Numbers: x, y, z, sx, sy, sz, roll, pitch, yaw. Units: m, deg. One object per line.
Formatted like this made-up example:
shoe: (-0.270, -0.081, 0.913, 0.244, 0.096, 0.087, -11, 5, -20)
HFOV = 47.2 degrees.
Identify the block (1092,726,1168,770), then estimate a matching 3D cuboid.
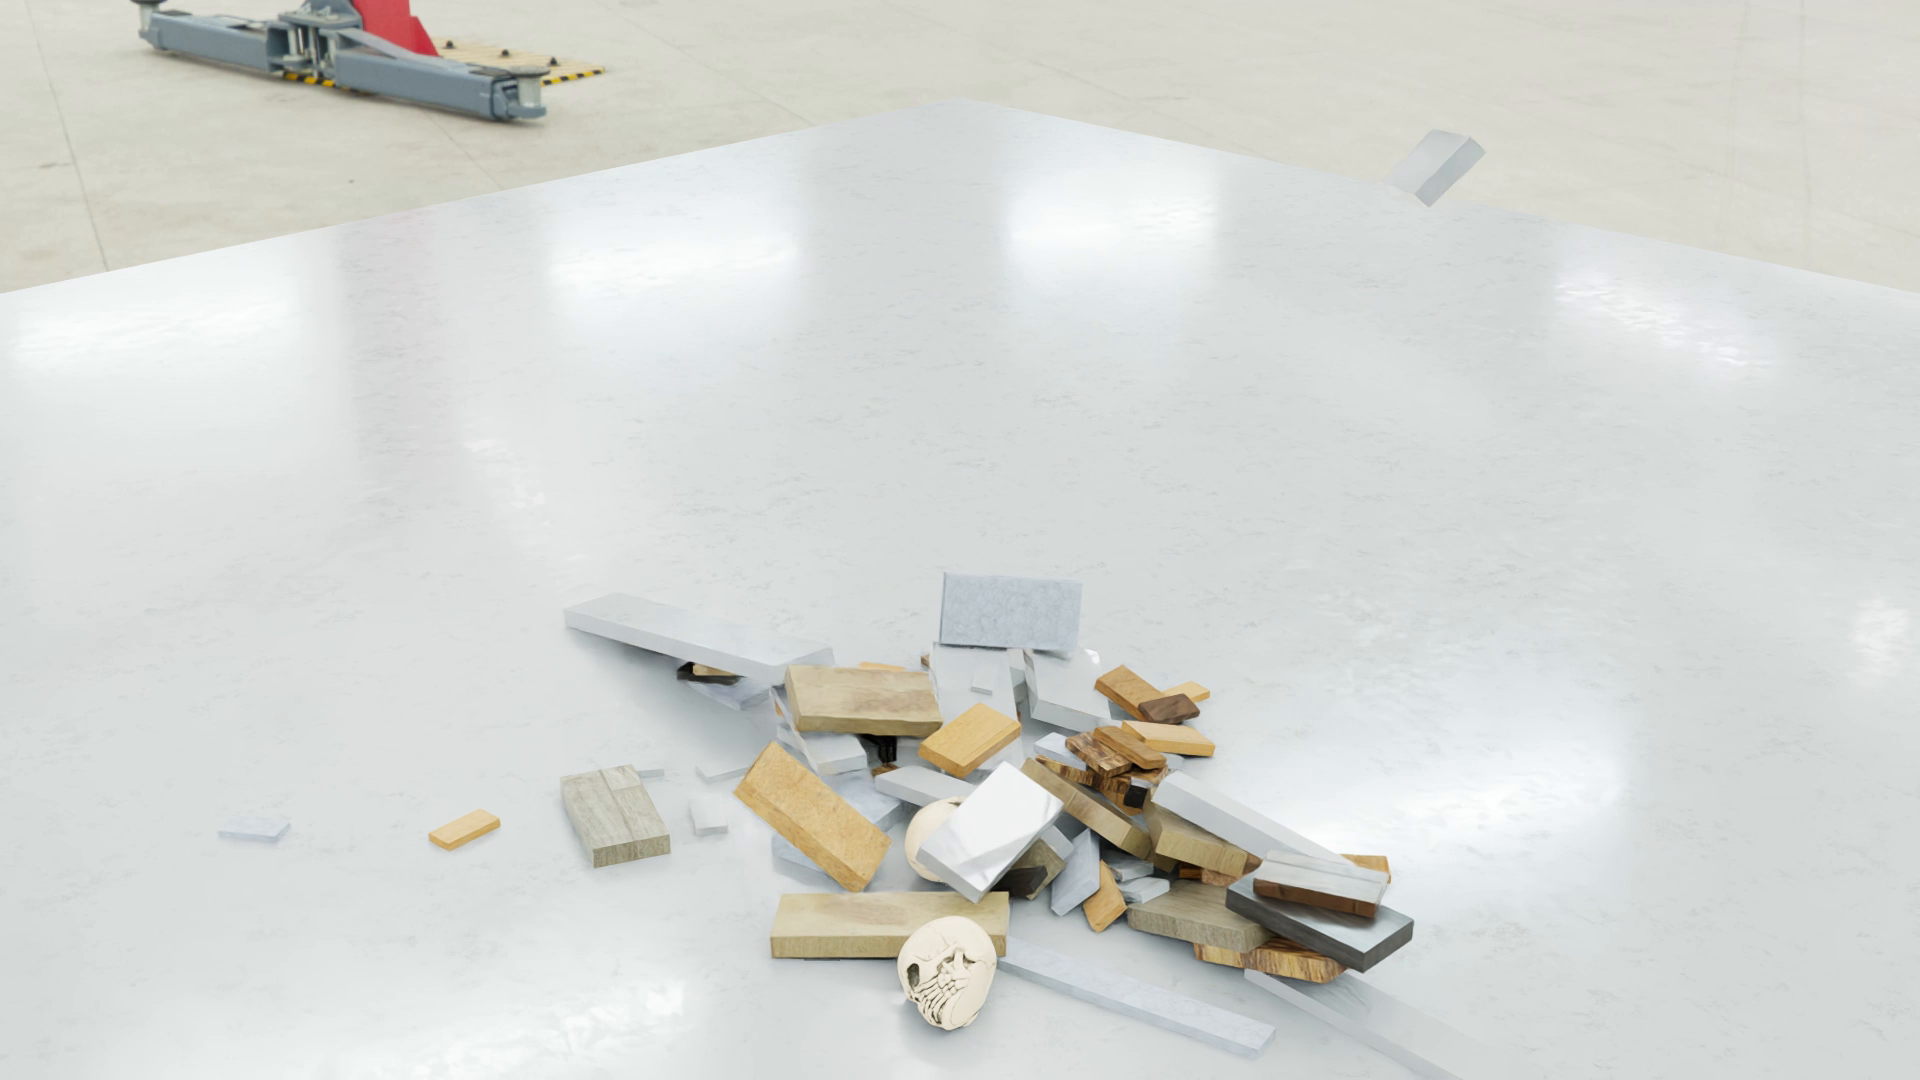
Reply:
block: (0.349, 0.425, 4.515, 0.143, 0.020, 0.072, 31, 18, 34)

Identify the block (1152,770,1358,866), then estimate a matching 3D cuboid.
block: (0.558, 0.554, 4.160, 0.385, 0.047, 0.165, 27, 7, 14)

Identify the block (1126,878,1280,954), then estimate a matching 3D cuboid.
block: (0.457, 0.681, 3.996, 0.147, 0.042, 0.294, -19, 13, -37)

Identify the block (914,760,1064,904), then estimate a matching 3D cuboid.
block: (0.058, 0.546, 4.129, 0.143, 0.041, 0.286, 34, 45, 16)

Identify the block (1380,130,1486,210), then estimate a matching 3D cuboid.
block: (0.891, -0.705, 4.165, 0.041, 0.143, 0.324, 43, 9, -9)

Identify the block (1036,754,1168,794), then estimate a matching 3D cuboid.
block: (0.292, 0.469, 4.536, 0.252, 0.031, 0.109, 13, 26, 27)

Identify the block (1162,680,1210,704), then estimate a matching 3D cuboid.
block: (0.491, 0.350, 4.912, 0.126, 0.018, 0.063, -17, 28, -34)

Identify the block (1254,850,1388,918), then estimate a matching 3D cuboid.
block: (0.635, 0.604, 3.871, 0.214, 0.030, 0.107, 9, 24, 21)

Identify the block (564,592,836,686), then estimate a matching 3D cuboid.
block: (-0.608, 0.216, 4.979, 0.154, 0.044, 0.879, -18, 18, -37)

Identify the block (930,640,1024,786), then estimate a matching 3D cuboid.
block: (0.033, 0.371, 4.715, 0.167, 0.047, 0.465, 6, 30, -8)

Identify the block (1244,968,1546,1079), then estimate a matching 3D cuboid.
block: (0.735, 0.830, 3.765, 0.107, 0.030, 0.550, -20, 30, -39)

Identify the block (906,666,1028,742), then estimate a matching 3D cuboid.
block: (0.001, 0.357, 4.859, 0.167, 0.047, 0.335, 16, 28, 32)

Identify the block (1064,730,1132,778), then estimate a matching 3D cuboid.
block: (0.282, 0.438, 4.498, 0.067, 0.019, 0.134, -14, 33, -34)

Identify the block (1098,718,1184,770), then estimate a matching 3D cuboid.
block: (0.381, 0.433, 4.668, 0.093, 0.026, 0.185, 10, 14, -35)

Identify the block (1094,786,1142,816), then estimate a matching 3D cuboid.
block: (0.340, 0.497, 4.550, 0.109, 0.031, 0.219, -11, 26, -25)

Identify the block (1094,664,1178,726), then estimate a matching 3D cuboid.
block: (0.396, 0.349, 4.833, 0.185, 0.026, 0.093, 36, 38, 28)

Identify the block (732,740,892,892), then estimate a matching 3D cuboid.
block: (-0.280, 0.532, 4.213, 0.305, 0.043, 0.153, 40, 29, -4)

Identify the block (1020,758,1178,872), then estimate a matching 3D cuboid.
block: (0.270, 0.538, 4.315, 0.165, 0.047, 0.329, 32, -1, -41)

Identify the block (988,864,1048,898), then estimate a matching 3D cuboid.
block: (0.084, 0.648, 4.137, 0.148, 0.021, 0.074, -14, 15, 29)

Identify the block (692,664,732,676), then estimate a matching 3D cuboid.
block: (-0.509, 0.274, 4.835, 0.140, 0.020, 0.070, -2, 18, 20)

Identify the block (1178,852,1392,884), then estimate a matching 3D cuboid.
block: (0.625, 0.631, 4.248, 0.402, 0.020, 0.072, 1, 23, 3)

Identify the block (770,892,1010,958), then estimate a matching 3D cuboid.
block: (-0.125, 0.702, 4.019, 0.424, 0.043, 0.153, -1, 21, 4)

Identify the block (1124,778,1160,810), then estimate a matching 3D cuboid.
block: (0.401, 0.519, 4.411, 0.134, 0.067, 0.019, 14, 45, -2)

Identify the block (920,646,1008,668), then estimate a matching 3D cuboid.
block: (0.036, 0.255, 5.137, 0.270, 0.018, 0.063, -17, 28, -34)

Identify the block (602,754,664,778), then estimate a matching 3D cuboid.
block: (-0.686, 0.478, 4.611, 0.128, 0.018, 0.064, -4, 23, -10)

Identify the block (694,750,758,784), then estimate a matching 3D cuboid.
block: (-0.484, 0.477, 4.614, 0.128, 0.018, 0.064, -13, 26, -28)

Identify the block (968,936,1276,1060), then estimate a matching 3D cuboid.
block: (0.277, 0.794, 3.862, 0.571, 0.021, 0.074, 14, 27, 29)

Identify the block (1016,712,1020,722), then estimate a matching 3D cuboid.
block: (0.108, 0.401, 4.798, 0.047, 0.013, 0.094, 1, 23, 1)

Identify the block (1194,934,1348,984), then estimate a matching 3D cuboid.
block: (0.574, 0.718, 3.907, 0.147, 0.042, 0.294, -21, 14, -40)

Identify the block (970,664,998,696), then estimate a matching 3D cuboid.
block: (0.053, 0.303, 4.778, 0.047, 0.013, 0.094, 12, 29, 2)

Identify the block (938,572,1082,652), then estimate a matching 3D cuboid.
block: (0.113, 0.160, 4.907, 0.308, 0.154, 0.044, 4, 5, -10)
